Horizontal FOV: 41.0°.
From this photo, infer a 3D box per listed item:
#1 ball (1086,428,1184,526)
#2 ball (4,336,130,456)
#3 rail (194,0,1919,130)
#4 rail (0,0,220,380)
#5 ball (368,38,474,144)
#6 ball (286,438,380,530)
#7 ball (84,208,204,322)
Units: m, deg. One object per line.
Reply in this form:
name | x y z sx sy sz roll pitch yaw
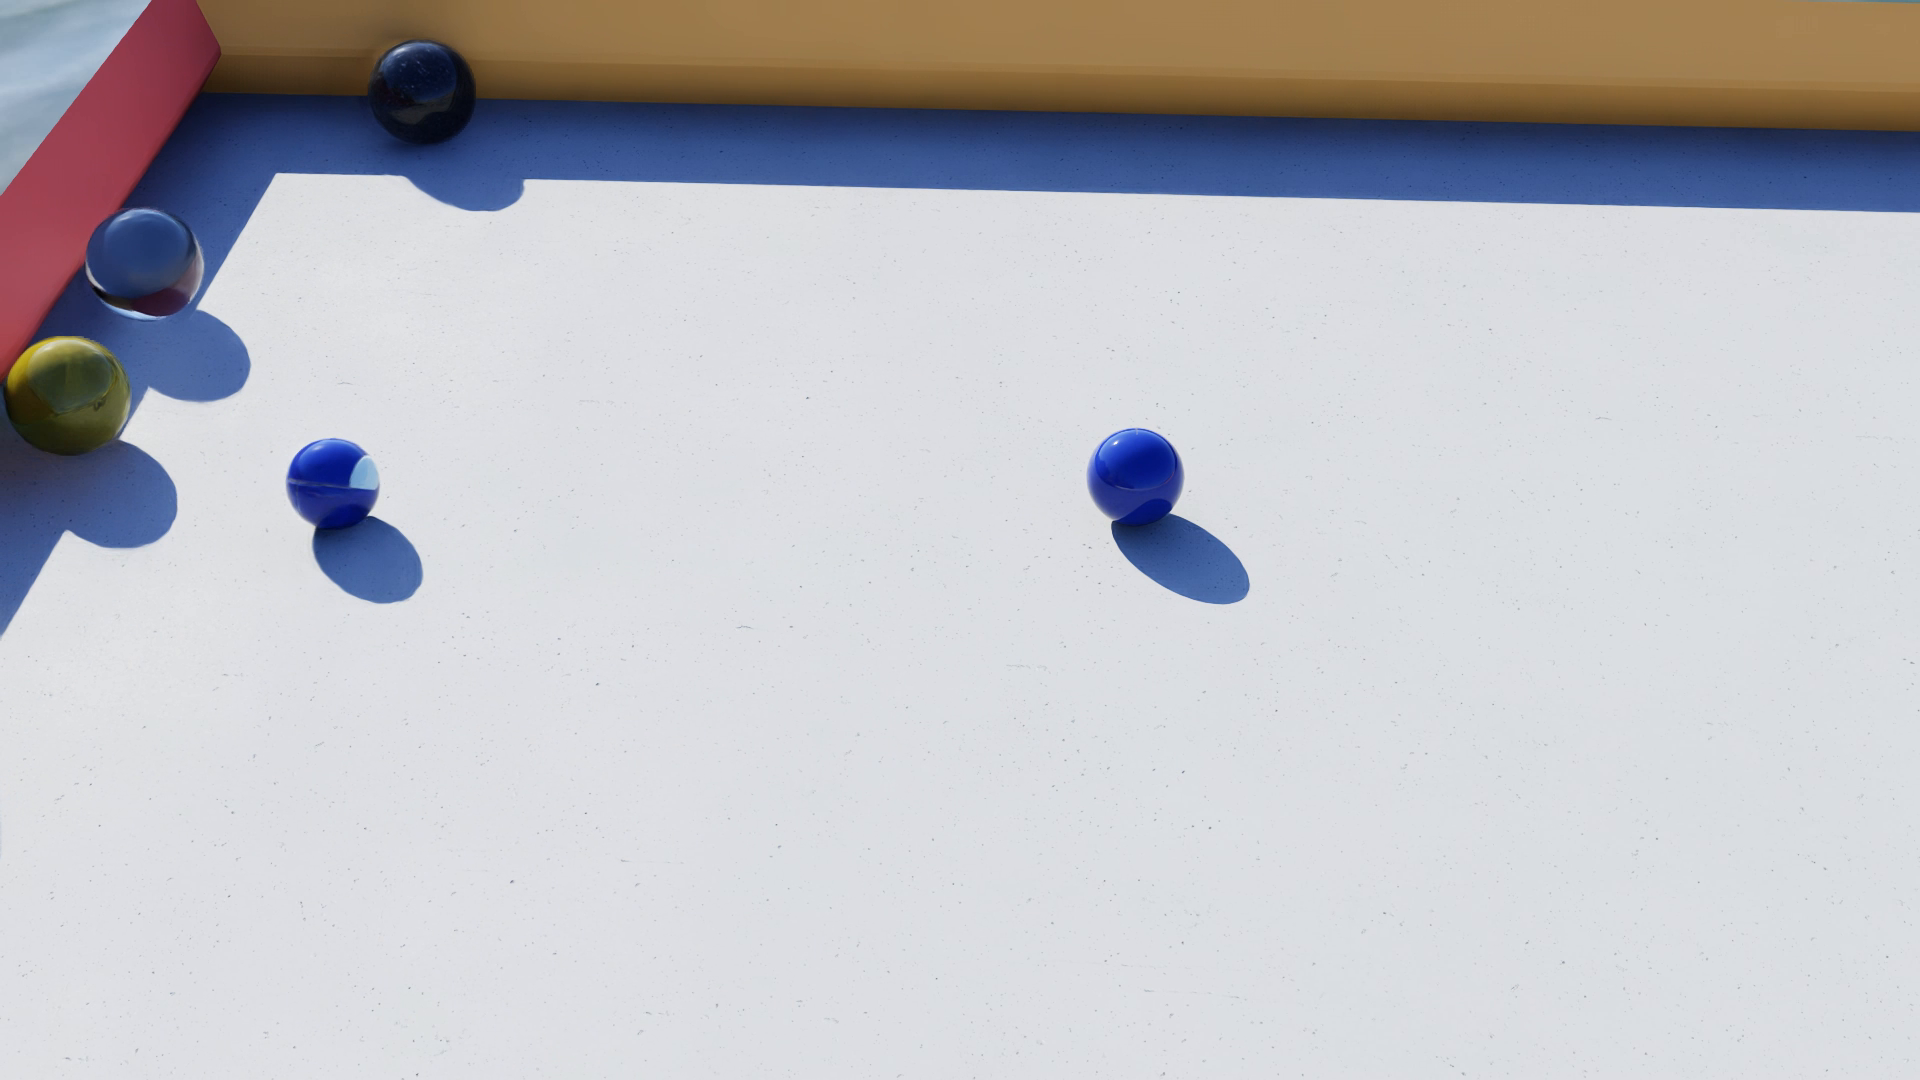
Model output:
ball | 0.129 -0.046 1.883 0.073 0.073 0.073 0 35 0
ball | -0.680 -0.109 1.956 0.091 0.091 0.091 0 35 0
rail | 0.824 -0.431 2.381 3.142 0.127 0.045 2 35 2
rail | -0.761 -0.040 1.824 0.045 0.127 1.572 2 35 2
ball | -0.502 -0.418 2.391 0.097 0.097 0.097 0 35 0
ball | -0.459 -0.041 1.879 0.068 0.068 0.068 0 35 0
ball | -0.675 -0.228 2.123 0.094 0.094 0.094 0 35 0
